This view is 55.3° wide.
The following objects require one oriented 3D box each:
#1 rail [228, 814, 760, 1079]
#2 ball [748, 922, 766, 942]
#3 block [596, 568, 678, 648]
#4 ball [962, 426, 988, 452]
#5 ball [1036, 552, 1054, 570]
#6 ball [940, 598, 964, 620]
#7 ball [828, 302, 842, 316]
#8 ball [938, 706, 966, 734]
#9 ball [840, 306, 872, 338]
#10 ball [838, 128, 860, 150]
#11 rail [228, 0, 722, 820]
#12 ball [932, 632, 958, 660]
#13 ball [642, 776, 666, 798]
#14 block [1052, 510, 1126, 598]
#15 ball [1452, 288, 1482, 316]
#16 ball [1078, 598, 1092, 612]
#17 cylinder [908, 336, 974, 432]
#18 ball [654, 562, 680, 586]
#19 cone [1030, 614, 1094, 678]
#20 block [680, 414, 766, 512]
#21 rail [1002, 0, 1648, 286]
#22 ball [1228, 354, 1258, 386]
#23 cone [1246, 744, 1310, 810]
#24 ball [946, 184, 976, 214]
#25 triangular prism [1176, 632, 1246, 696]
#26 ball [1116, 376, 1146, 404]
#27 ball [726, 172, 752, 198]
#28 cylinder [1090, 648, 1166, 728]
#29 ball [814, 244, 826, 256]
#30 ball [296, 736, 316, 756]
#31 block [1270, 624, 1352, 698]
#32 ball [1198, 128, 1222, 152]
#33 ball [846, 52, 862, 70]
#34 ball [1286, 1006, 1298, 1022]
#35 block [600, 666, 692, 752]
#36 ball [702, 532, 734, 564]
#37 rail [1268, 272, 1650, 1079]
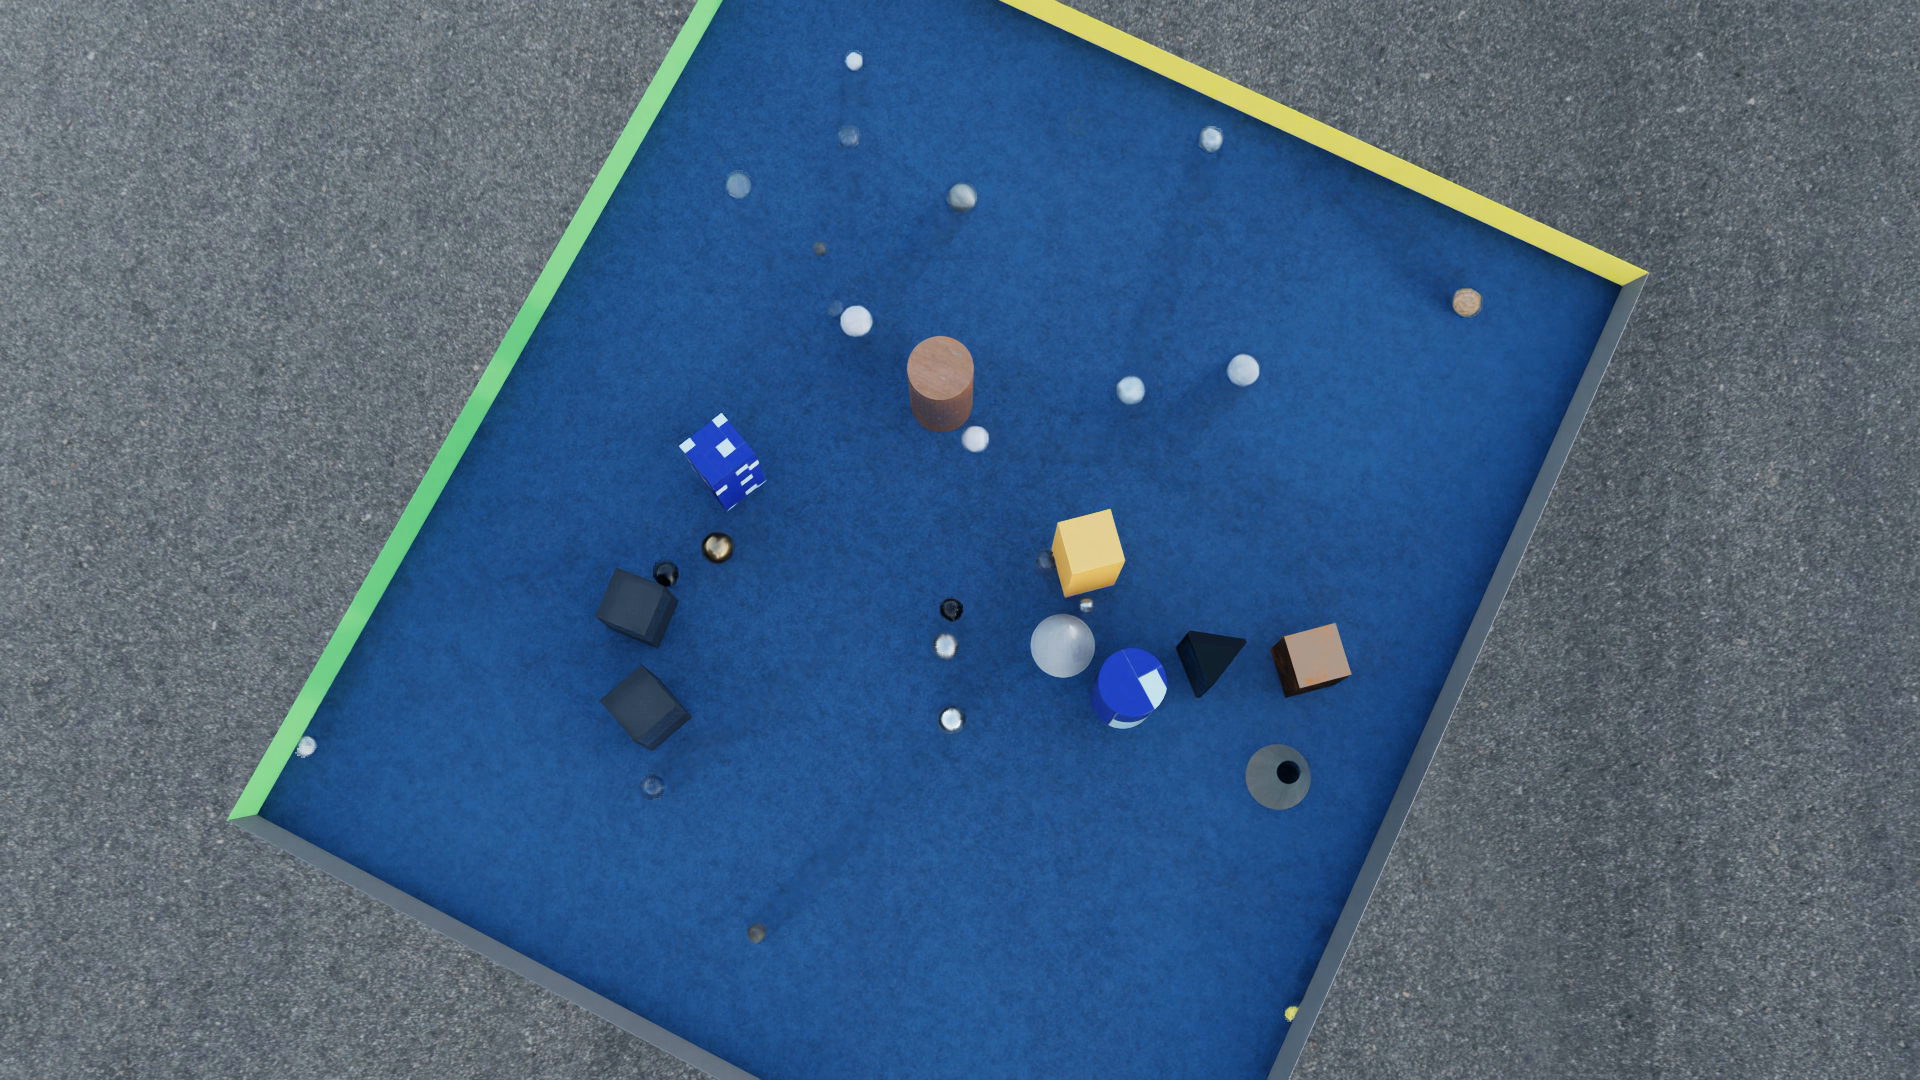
[{"bbox_3d":[-0.750,1.476,5.245,3.060,0.127,0.045,26,80,5],"label":"rail"},{"bbox_3d":[-0.592,1.146,5.352,0.054,0.054,0.054,0,78,0],"label":"ball"},{"bbox_3d":[-0.958,0.204,5.445,0.156,0.253,0.156,21,79,4],"label":"block"},{"bbox_3d":[0.048,-0.311,5.639,0.082,0.082,0.082,0,78,0],"label":"ball"},{"bbox_3d":[0.260,0.062,5.575,0.057,0.057,0.057,0,78,0],"label":"ball"},{"bbox_3d":[-0.025,0.210,5.538,0.069,0.069,0.069,0,78,0],"label":"ball"},{"bbox_3d":[-0.391,-0.723,5.743,0.046,0.046,0.046,0,78,0],"label":"ball"},{"bbox_3d":[-0.024,0.535,5.464,0.082,0.082,0.082,0,78,0],"label":"ball"},{"bbox_3d":[-0.322,-0.680,5.708,0.097,0.097,0.097,0,78,0],"label":"ball"},{"bbox_3d":[-0.354,-1.282,5.847,0.068,0.068,0.068,0,78,0],"label":"ball"},{"bbox_3d":[-1.347,-0.653,5.686,0.045,0.127,3.403,26,80,5],"label":"rail"},{"bbox_3d":[-0.045,0.320,5.509,0.081,0.081,0.081,0,78,0],"label":"ball"},{"bbox_3d":[-0.908,0.731,5.430,0.069,0.069,0.069,0,78,0],"label":"ball"},{"bbox_3d":[0.375,0.044,5.410,0.156,0.387,0.156,-14,79,-3],"label":"block"},{"bbox_3d":[1.583,-0.744,5.726,0.088,0.088,0.088,0,78,0],"label":"ball"},{"bbox_3d":[0.381,0.198,5.553,0.044,0.044,0.044,0,78,0],"label":"ball"},{"bbox_3d":[-0.057,-0.466,5.528,0.195,0.363,0.195,0,78,0],"label":"cylinder"},{"bbox_3d":[-0.890,0.103,5.557,0.076,0.076,0.076,0,78,0],"label":"ball"},{"bbox_3d":[0.311,0.281,5.361,0.195,0.387,0.195,0,78,0],"label":"cone"},{"bbox_3d":[-0.706,-0.229,5.491,0.156,0.339,0.156,-39,81,-7],"label":"block"},{"bbox_3d":[0.750,-1.463,5.854,3.060,0.127,0.045,26,80,5],"label":"rail"},{"bbox_3d":[0.876,-0.525,5.675,0.097,0.097,0.097,0,78,0],"label":"ball"},{"bbox_3d":[0.950,0.677,5.323,0.195,0.301,0.195,0,78,0],"label":"cone"},{"bbox_3d":[0.004,-1.080,5.793,0.091,0.091,0.091,0,78,0],"label":"ball"},{"bbox_3d":[0.712,0.337,5.397,0.146,0.293,0.169,38,81,7],"label":"triangular prism"},{"bbox_3d":[0.528,-0.463,5.667,0.089,0.089,0.089,0,78,0],"label":"ball"},{"bbox_3d":[-0.701,-1.124,5.809,0.078,0.078,0.078,0,78,0],"label":"ball"},{"bbox_3d":[0.489,0.437,5.356,0.195,0.334,0.195,0,78,0],"label":"cylinder"},{"bbox_3d":[-0.440,-0.915,5.785,0.040,0.040,0.040,0,78,0],"label":"ball"},{"bbox_3d":[-1.950,0.613,5.460,0.059,0.059,0.059,0,78,0],"label":"ball"},{"bbox_3d":[1.035,0.358,5.420,0.156,0.240,0.156,-15,79,-3],"label":"block"},{"bbox_3d":[0.798,-1.274,5.842,0.075,0.075,0.075,0,78,0],"label":"ball"},{"bbox_3d":[-0.342,-1.543,5.908,0.055,0.055,0.055,0,78,0],"label":"ball"},{"bbox_3d":[0.965,1.373,5.310,0.044,0.044,0.044,0,78,0],"label":"ball"},{"bbox_3d":[-0.914,0.494,5.356,0.156,0.309,0.156,-41,81,-8],"label":"block"},{"bbox_3d":[-0.734,0.022,5.563,0.096,0.096,0.096,0,78,0],"label":"ball"},{"bbox_3d":[1.347,0.666,5.413,0.045,0.127,3.403,26,80,5],"label":"rail"}]
